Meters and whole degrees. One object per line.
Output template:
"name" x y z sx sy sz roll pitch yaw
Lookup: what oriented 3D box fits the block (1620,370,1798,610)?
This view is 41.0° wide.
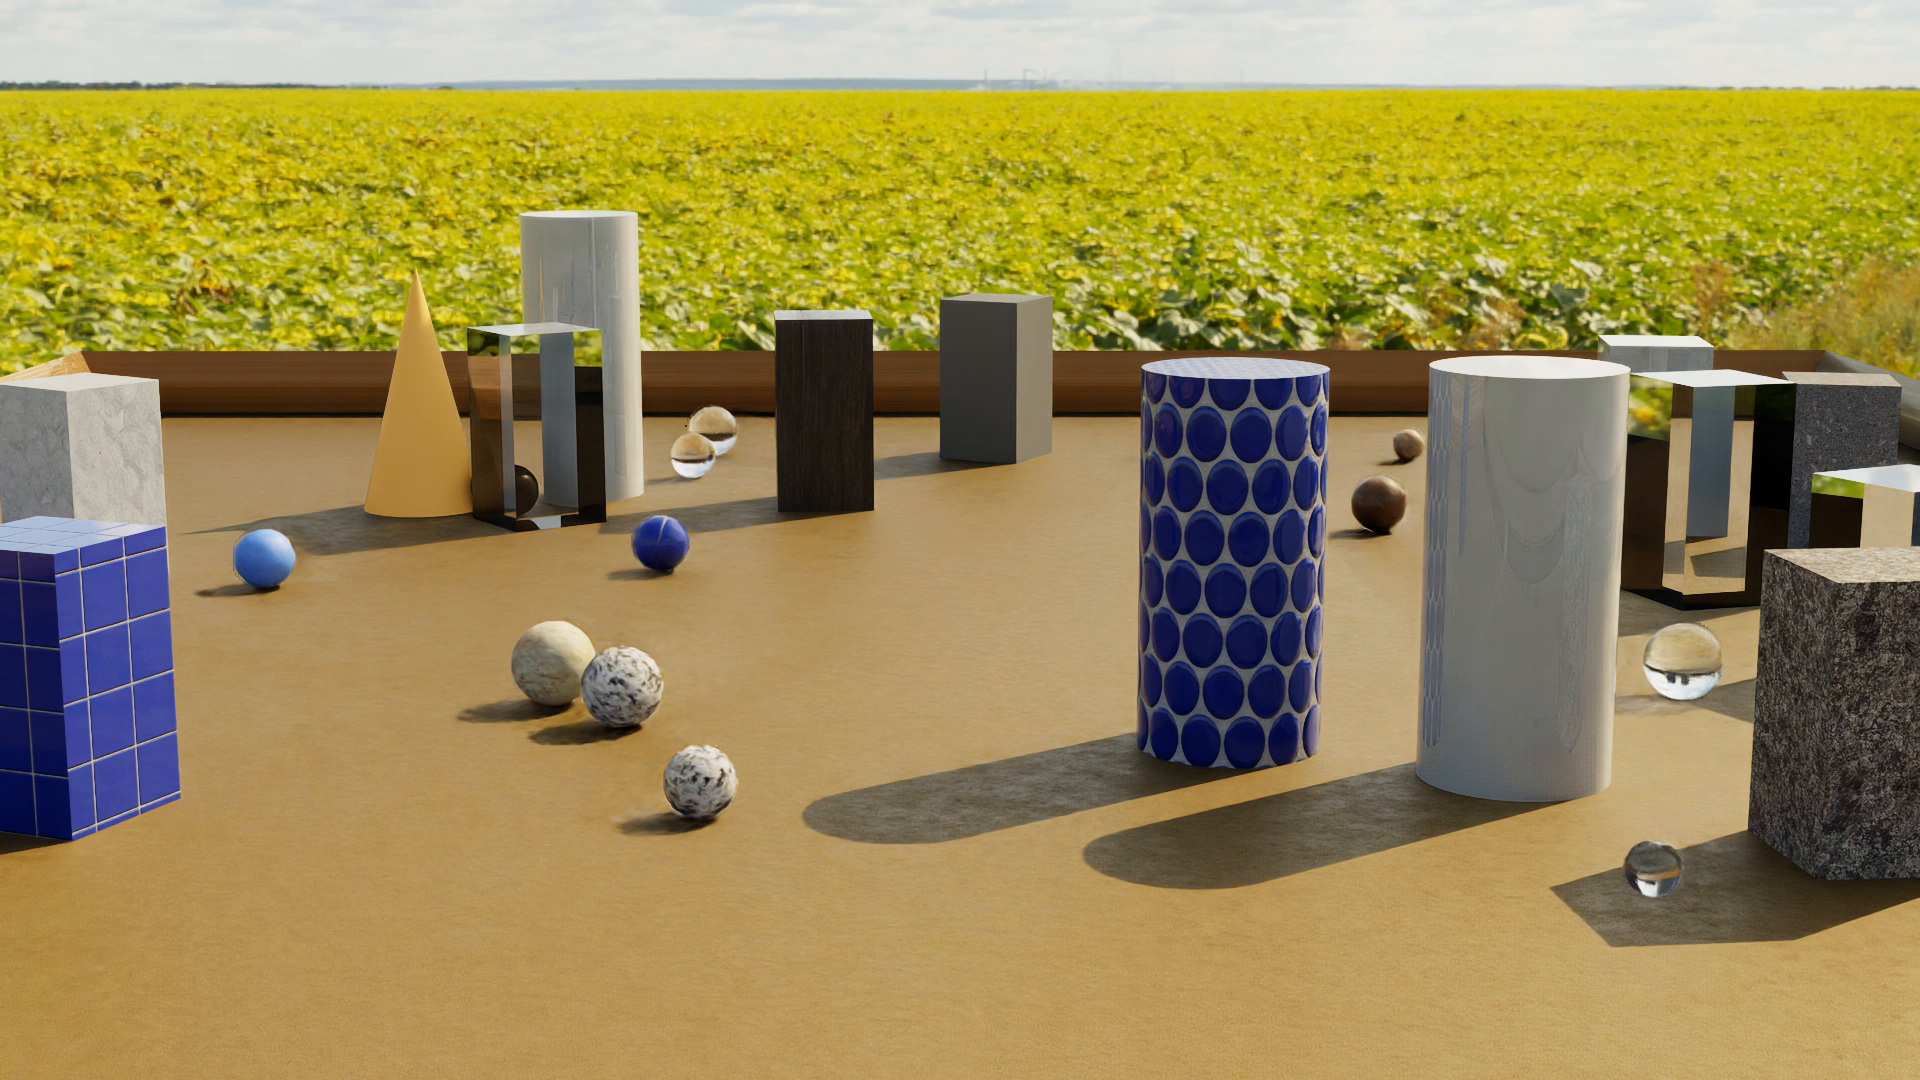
"block" 1.030 -0.072 3.539 0.159 0.305 0.159 -3 11 -16

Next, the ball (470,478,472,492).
"ball" -0.767 -0.090 4.243 0.085 0.085 0.085 0 10 0

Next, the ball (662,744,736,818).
"ball" -0.255 0.237 2.512 0.072 0.072 0.072 0 10 0

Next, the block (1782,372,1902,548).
"block" 1.352 -0.123 3.963 0.159 0.252 0.159 2 11 13

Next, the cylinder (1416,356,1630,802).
"cylinder" 0.575 0.035 2.629 0.199 0.426 0.199 0 10 0

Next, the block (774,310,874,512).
"block" -0.228 -0.218 4.295 0.159 0.318 0.159 -1 11 -5

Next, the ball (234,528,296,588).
"ball" -0.981 0.026 3.622 0.083 0.083 0.083 0 10 0

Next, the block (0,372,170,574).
"block" -1.257 -0.086 3.673 0.159 0.284 0.159 7 12 32

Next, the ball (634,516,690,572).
"ball" -0.435 0.005 3.739 0.081 0.081 0.081 0 10 0

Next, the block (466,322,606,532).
"block" -0.682 -0.185 4.135 0.159 0.311 0.159 -7 13 -35

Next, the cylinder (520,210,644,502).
"cylinder" -0.645 -0.316 4.383 0.199 0.479 0.199 0 10 0

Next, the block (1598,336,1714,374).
"block" 1.113 -0.176 4.137 0.159 0.292 0.159 1 11 7

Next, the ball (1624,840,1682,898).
"ball" 0.615 0.291 2.275 0.051 0.051 0.051 0 10 0

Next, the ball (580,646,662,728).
"ball" -0.376 0.163 2.857 0.090 0.090 0.090 0 10 0

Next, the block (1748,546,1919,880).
"block" 0.848 0.157 2.383 0.159 0.275 0.159 -1 11 -6

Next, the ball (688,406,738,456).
"ball" -0.466 -0.205 4.839 0.094 0.094 0.094 0 10 0

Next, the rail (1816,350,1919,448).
"rail" 1.828 0.031 3.459 0.045 0.129 4.076 0 10 0

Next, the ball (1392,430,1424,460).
"ball" 0.837 -0.177 4.785 0.059 0.059 0.059 0 10 0

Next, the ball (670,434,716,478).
"ball" -0.477 -0.151 4.586 0.080 0.080 0.080 0 10 0

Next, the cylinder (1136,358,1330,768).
"cylinder" 0.291 0.020 2.753 0.199 0.411 0.199 0 10 0

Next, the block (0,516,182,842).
"block" -0.888 0.131 2.515 0.159 0.278 0.159 4 11 21

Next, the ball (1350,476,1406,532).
"ball" 0.663 -0.058 4.059 0.088 0.088 0.088 0 10 0

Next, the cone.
"cone" -0.895 -0.253 4.251 0.199 0.403 0.199 0 10 0

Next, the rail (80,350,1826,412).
"rail" -0.012 -0.333 5.430 3.704 0.129 0.045 0 10 0

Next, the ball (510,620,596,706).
"ball" -0.468 0.142 2.954 0.098 0.098 0.098 0 10 0

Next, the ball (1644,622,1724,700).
"ball" 0.839 0.141 2.978 0.090 0.090 0.090 0 10 0

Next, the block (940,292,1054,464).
"block" 0.069 -0.307 4.828 0.159 0.298 0.159 5 12 26

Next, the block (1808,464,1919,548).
"block" 1.138 0.044 3.091 0.159 0.241 0.159 -5 12 -26

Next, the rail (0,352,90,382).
"rail" -1.828 0.035 3.438 0.045 0.129 4.076 0 10 0
